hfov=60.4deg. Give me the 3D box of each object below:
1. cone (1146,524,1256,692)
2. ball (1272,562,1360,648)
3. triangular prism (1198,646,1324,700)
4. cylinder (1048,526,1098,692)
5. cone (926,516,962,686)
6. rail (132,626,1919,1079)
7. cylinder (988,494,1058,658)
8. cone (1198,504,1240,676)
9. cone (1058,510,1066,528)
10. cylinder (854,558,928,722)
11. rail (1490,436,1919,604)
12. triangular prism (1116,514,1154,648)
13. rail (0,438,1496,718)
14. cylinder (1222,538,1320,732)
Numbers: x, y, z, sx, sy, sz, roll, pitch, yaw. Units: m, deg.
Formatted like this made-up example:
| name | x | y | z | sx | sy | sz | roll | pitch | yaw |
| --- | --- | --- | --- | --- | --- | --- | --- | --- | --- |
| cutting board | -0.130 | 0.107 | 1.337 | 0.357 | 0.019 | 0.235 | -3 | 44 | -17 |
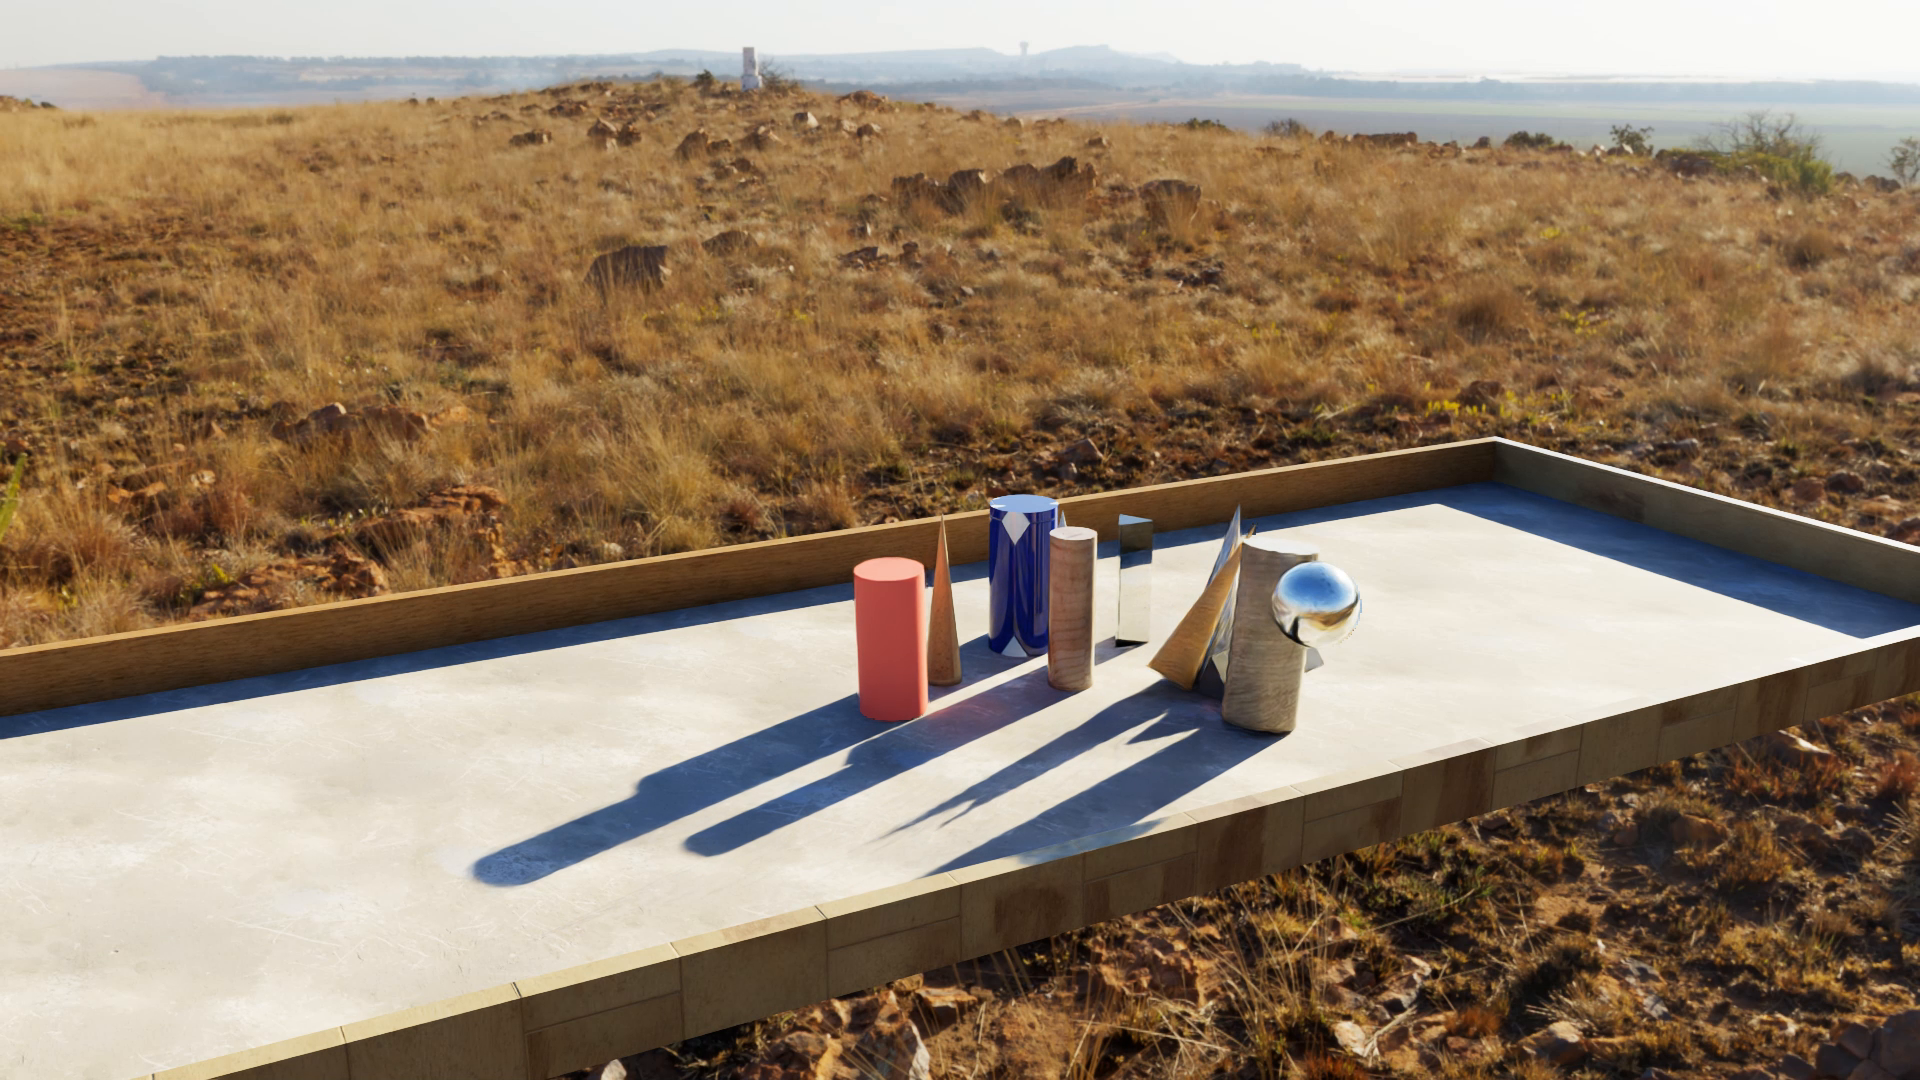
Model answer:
| name | x | y | z | sx | sy | sz | roll | pitch | yaw |
| --- | --- | --- | --- | --- | --- | --- | --- | --- | --- |
| cone | 0.624 | 0.150 | 4.073 | 0.125 | 0.448 | 0.125 | 30 | -4 | 2 |
| ball | 0.760 | 0.138 | 3.527 | 0.184 | 0.184 | 0.184 | 0 | 16 | 0 |
| triangular prism | 0.740 | 0.292 | 4.075 | 0.314 | 0.105 | 0.122 | -18 | 20 | -31 |
| cylinder | 0.277 | 0.171 | 4.079 | 0.116 | 0.391 | 0.116 | 0 | 16 | 0 |
| cone | -0.044 | 0.138 | 4.094 | 0.101 | 0.447 | 0.101 | 0 | 16 | 0 |
| rail | -2.336 | 1.006 | 1.665 | 12.000 | 0.150 | 0.050 | -9 | 18 | -27 |
| cylinder | 0.166 | 0.093 | 4.343 | 0.179 | 0.392 | 0.179 | 0 | 16 | 0 |
| cone | 0.658 | 0.115 | 4.141 | 0.152 | 0.440 | 0.152 | 11 | 7 | -1 |
| cone | 0.284 | 0.062 | 4.606 | 0.140 | 0.304 | 0.140 | 0 | 16 | 0 |
| cylinder | -0.163 | 0.236 | 3.912 | 0.164 | 0.355 | 0.164 | -1 | 19 | 0 |
| rail | 2.466 | -0.048 | 5.253 | 0.050 | 0.150 | 2.100 | -9 | 18 | -27 |
| triangular prism | 0.444 | 0.106 | 4.394 | 0.101 | 0.339 | 0.088 | -7 | 18 | -23 |
| rail | -3.305 | 0.497 | 3.399 | 12.000 | 0.150 | 0.050 | -9 | 18 | -27 |
| cylinder | 0.721 | 0.218 | 3.835 | 0.177 | 0.420 | 0.177 | 5 | 11 | -1 |
